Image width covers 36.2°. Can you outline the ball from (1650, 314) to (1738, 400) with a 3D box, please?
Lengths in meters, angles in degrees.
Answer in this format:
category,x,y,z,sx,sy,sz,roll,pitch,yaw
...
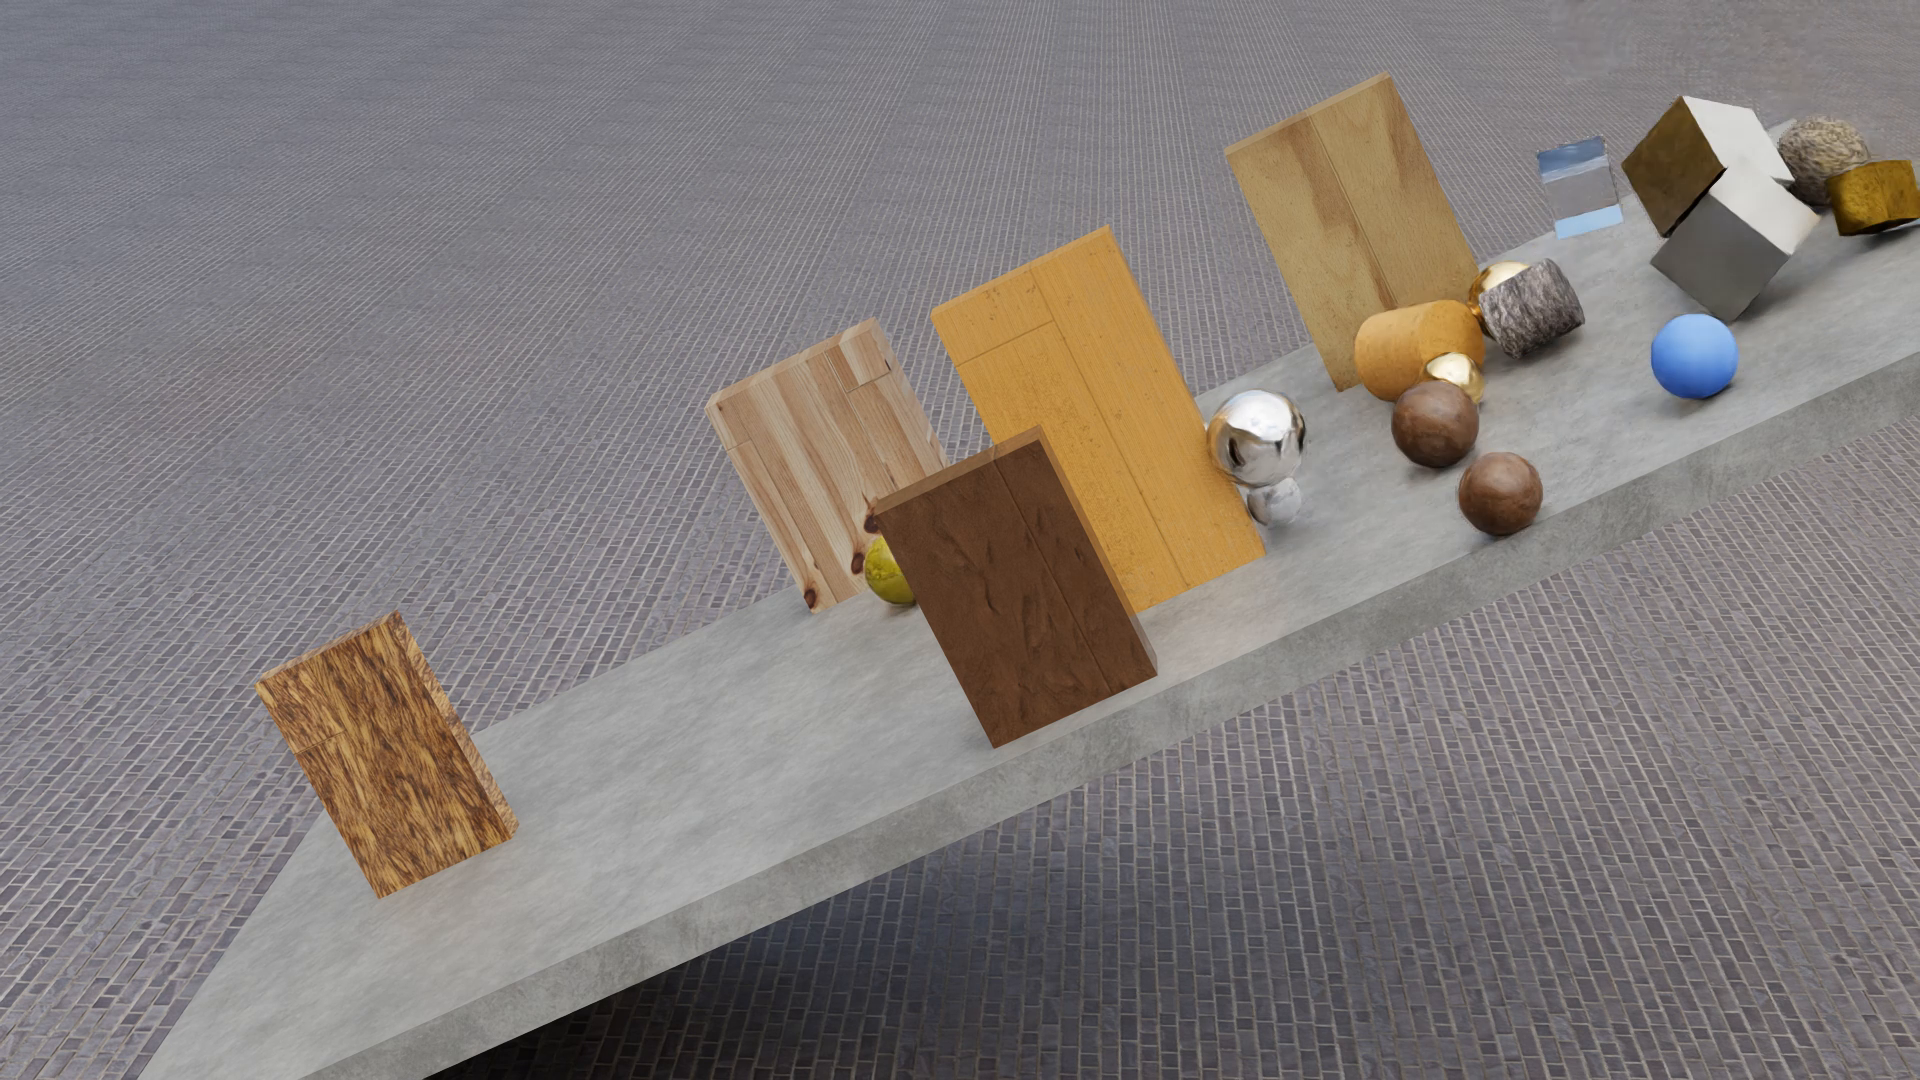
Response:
category,x,y,z,sx,sy,sz,roll,pitch,yaw
ball,1.326,-0.332,5.313,0.155,0.155,0.155,0,16,0

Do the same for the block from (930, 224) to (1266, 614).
category,x,y,z,sx,sy,sz,roll,pitch,yaw
block,0.271,-0.209,5.698,0.378,0.705,0.081,-25,14,10

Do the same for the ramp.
category,x,y,z,sx,sy,sz,roll,pitch,yaw
ramp,0.138,0.168,6.281,4.000,0.100,2.000,-25,14,10

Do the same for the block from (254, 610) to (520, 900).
category,x,y,z,sx,sy,sz,roll,pitch,yaw
block,-1.247,0.470,6.412,0.338,0.551,0.083,-25,14,10

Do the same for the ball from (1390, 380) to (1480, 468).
category,x,y,z,sx,sy,sz,roll,pitch,yaw
ball,0.916,-0.224,5.669,0.169,0.169,0.169,0,16,0

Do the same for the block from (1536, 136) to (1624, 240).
category,x,y,z,sx,sy,sz,roll,pitch,yaw
block,1.324,-0.753,6.285,0.140,0.140,0.140,-15,32,13

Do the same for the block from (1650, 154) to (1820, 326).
category,x,y,z,sx,sy,sz,roll,pitch,yaw
block,1.492,-0.577,5.664,0.196,0.196,0.196,40,43,7

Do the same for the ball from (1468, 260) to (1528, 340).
category,x,y,z,sx,sy,sz,roll,pitch,yaw
ball,1.163,-0.505,6.235,0.173,0.173,0.173,0,16,0

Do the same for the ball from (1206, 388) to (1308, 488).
category,x,y,z,sx,sy,sz,roll,pitch,yaw
ball,0.565,-0.193,5.599,0.190,0.190,0.190,0,16,0

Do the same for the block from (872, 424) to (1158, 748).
category,x,y,z,sx,sy,sz,roll,pitch,yaw
block,0.104,0.087,5.372,0.332,0.493,0.111,-25,14,10

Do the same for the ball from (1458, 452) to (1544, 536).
category,x,y,z,sx,sy,sz,roll,pitch,yaw
ball,0.943,-0.081,5.132,0.147,0.147,0.147,0,16,0

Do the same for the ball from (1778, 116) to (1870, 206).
category,x,y,z,sx,sy,sz,roll,pitch,yaw
ball,1.775,-0.779,6.055,0.185,0.185,0.185,0,16,0

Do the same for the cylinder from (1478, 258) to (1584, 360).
category,x,y,z,sx,sy,sz,roll,pitch,yaw
cylinder,1.176,-0.475,6.053,0.156,0.156,0.156,-30,4,24

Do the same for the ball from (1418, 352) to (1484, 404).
category,x,y,z,sx,sy,sz,roll,pitch,yaw
ball,0.991,-0.314,5.937,0.133,0.133,0.133,0,16,0

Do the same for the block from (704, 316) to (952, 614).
category,x,y,z,sx,sy,sz,roll,pitch,yaw
block,-0.273,-0.174,6.932,0.435,0.556,0.147,-25,14,10

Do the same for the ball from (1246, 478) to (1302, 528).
category,x,y,z,sx,sy,sz,roll,pitch,yaw
ball,0.617,-0.079,5.776,0.109,0.109,0.109,0,16,0

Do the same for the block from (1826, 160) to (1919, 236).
category,x,y,z,sx,sy,sz,roll,pitch,yaw
block,1.766,-0.660,5.676,0.115,0.115,0.115,-8,-6,-37

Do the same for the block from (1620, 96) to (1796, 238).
category,x,y,z,sx,sy,sz,roll,pitch,yaw
block,1.492,-0.733,5.876,0.200,0.200,0.200,4,50,-32

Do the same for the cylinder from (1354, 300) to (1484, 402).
category,x,y,z,sx,sy,sz,roll,pitch,yaw
cylinder,0.964,-0.397,6.175,0.191,0.191,0.191,-13,2,-36

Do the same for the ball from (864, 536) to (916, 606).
category,x,y,z,sx,sy,sz,roll,pitch,yaw
ball,-0.132,0.061,6.616,0.170,0.170,0.170,0,16,0

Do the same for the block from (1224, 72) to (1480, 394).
category,x,y,z,sx,sy,sz,roll,pitch,yaw
block,0.889,-0.678,6.500,0.392,0.592,0.101,-25,14,10
